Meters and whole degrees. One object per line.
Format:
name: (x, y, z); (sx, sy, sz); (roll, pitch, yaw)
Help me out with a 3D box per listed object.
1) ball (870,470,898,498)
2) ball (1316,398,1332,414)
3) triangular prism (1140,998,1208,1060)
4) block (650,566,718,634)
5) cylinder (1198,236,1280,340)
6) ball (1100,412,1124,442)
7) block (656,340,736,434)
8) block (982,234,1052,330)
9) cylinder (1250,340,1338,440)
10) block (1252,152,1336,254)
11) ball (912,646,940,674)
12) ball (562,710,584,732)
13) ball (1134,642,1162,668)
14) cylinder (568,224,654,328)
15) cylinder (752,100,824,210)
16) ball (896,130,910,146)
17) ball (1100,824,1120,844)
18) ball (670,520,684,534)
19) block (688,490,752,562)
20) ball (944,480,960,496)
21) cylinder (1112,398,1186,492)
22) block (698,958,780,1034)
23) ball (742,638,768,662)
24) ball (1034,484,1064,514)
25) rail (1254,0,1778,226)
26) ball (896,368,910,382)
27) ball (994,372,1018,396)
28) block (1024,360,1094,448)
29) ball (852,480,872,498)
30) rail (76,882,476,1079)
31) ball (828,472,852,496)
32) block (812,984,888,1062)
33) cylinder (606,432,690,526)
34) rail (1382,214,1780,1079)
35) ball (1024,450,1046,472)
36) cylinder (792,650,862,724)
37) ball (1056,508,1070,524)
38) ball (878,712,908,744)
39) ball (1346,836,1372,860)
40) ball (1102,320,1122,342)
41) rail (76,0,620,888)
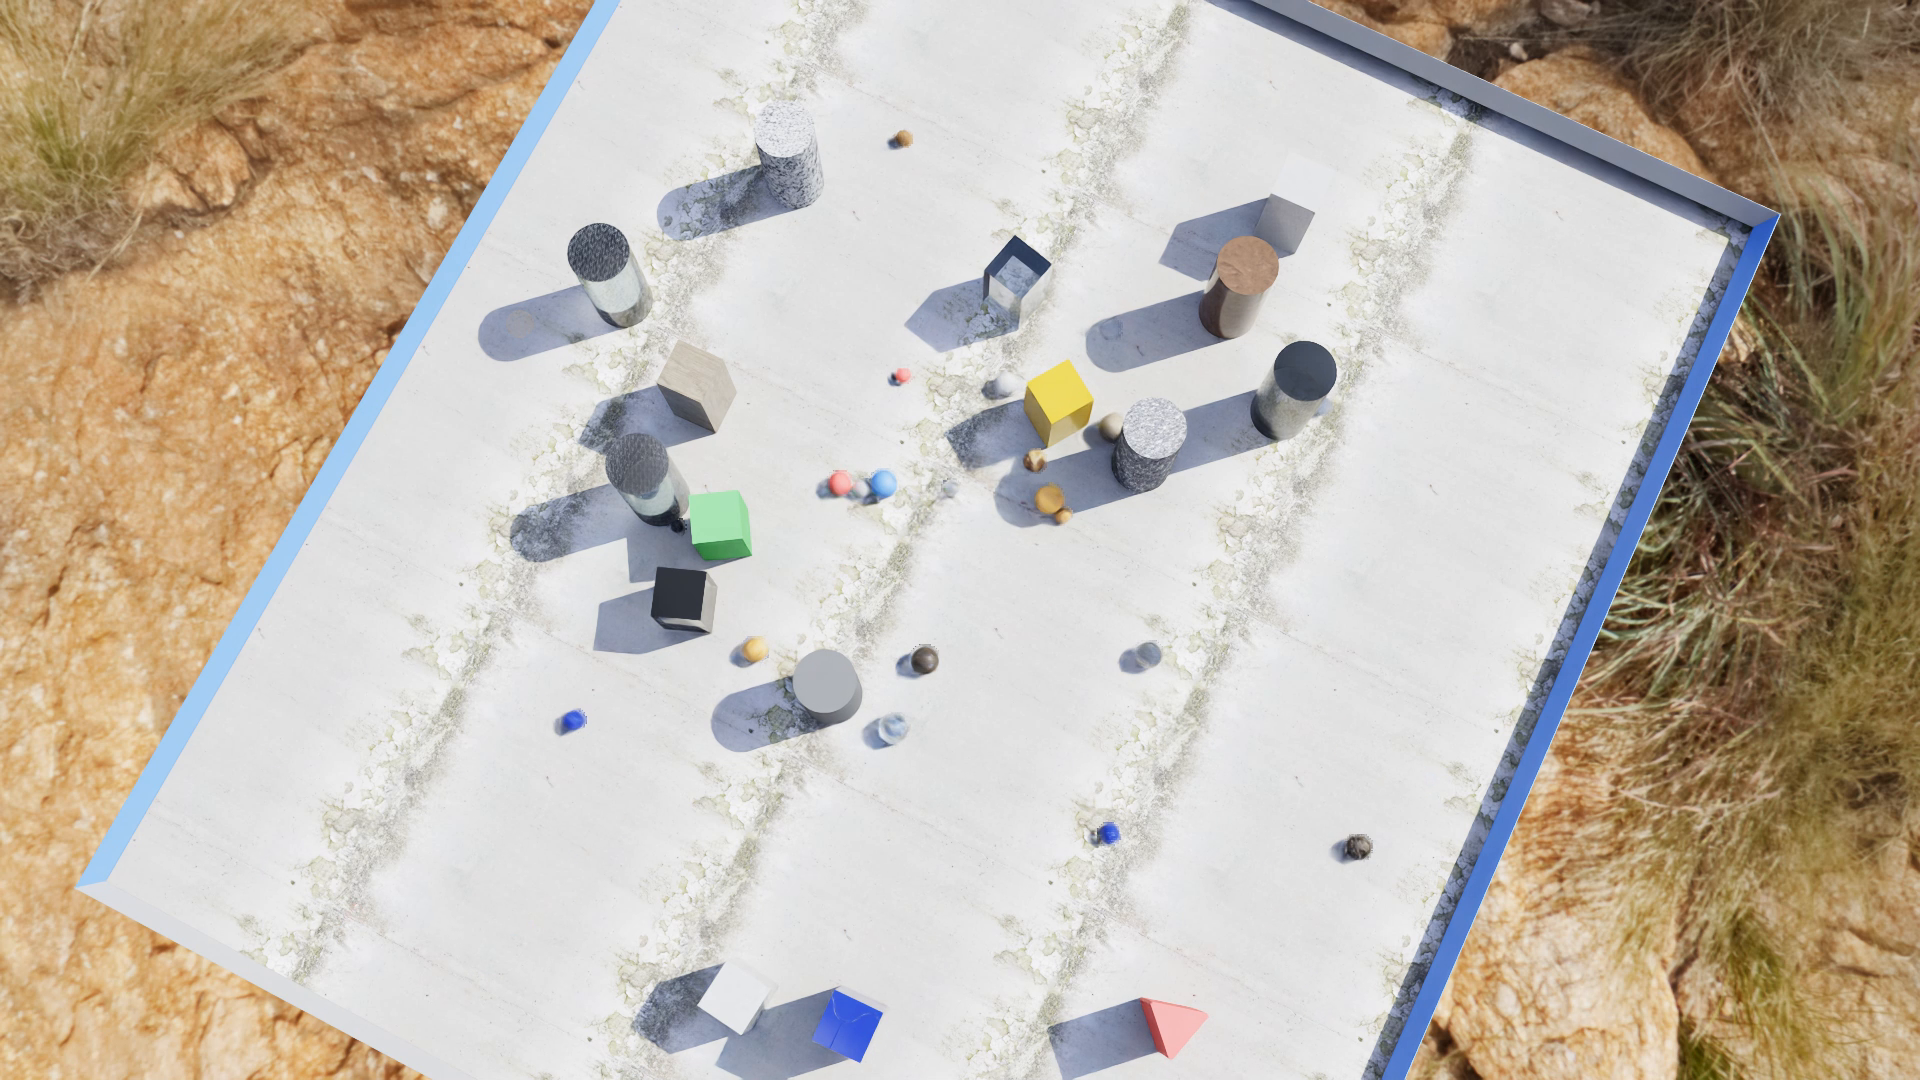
ball: (-0.232, -0.171, 5.598); (0.084, 0.084, 0.084); (0, 78, 0)
ball: (1.122, -0.418, 5.674); (0.056, 0.056, 0.056); (0, 78, 0)
triangular prism: (0.577, 1.347, 5.176); (0.137, 0.318, 0.158); (41, 81, 8)
block: (-0.818, 0.181, 5.452); (0.146, 0.248, 0.146); (6, 78, 1)
cylinder: (0.842, -0.761, 5.561); (0.183, 0.416, 0.183); (0, 78, 0)
ball: (0.473, -0.348, 5.643); (0.088, 0.088, 0.088); (0, 78, 0)
block: (-0.792, -0.460, 5.534); (0.146, 0.348, 0.146); (24, 79, 5)
block: (0.174, -0.788, 5.631); (0.146, 0.290, 0.146); (39, 81, 7)
cylinder: (0.994, -0.442, 5.485); (0.183, 0.436, 0.183); (0, 78, 0)
block: (1.026, -1.036, 5.652); (0.146, 0.350, 0.146); (25, 79, 5)
ball: (-0.105, 0.362, 5.498); (0.084, 0.084, 0.084); (0, 78, 0)
ball: (-1.155, 0.540, 5.472); (0.064, 0.064, 0.064); (0, 78, 0)
ball: (0.566, 0.346, 5.503); (0.082, 0.082, 0.082); (0, 78, 0)
cylinder: (-1.058, -0.798, 5.565); (0.183, 0.423, 0.183); (0, 78, 0)
cylinder: (-0.525, -1.184, 5.654); (0.183, 0.405, 0.183); (0, 78, 0)
ball: (-0.182, -1.284, 5.857); (0.049, 0.049, 0.049); (0, 78, 0)
ball: (0.441, 0.868, 5.407); (0.058, 0.058, 0.058); (0, 78, 0)
ball: (-0.864, -0.041, 5.604); (0.041, 0.041, 0.041); (0, 78, 0)
block: (-0.716, -0.041, 5.490); (0.146, 0.264, 0.146); (-6, 78, -1)
ball: (-0.027, -0.158, 5.624); (0.049, 0.049, 0.049); (0, 78, 0)
cylinder: (0.559, -0.279, 5.459); (0.183, 0.422, 0.183); (0, 78, 0)
block: (-0.625, 1.294, 5.209); (0.146, 0.274, 0.146); (32, 80, 6)
ball: (-0.617, 0.331, 5.510); (0.075, 0.075, 0.075); (0, 78, 0)
ball: (0.271, -0.124, 5.597); (0.088, 0.088, 0.088); (0, 78, 0)
rail: (0.913, -1.782, 5.923); (3.649, 0.119, 0.045); (26, 80, 5)
ball: (-0.177, -0.513, 5.698); (0.048, 0.048, 0.048); (0, 78, 0)
ball: (0.143, -0.485, 5.680); (0.072, 0.072, 0.072); (0, 78, 0)
block: (0.296, -0.410, 5.553); (0.146, 0.289, 0.146); (-30, 80, -6)
ball: (-0.300, -0.155, 5.620); (0.056, 0.056, 0.056); (0, 78, 0)
rail: (-0.913, 1.795, 5.184); (3.649, 0.119, 0.045); (26, 80, 5)
ball: (-0.368, -0.172, 5.615); (0.072, 0.072, 0.072); (0, 78, 0)
block: (-0.306, 1.357, 5.153); (0.146, 0.357, 0.146); (24, 79, 5)
cylinder: (-0.921, -0.174, 5.434); (0.183, 0.428, 0.183); (0, 78, 0)
rail: (1.611, 0.795, 5.390); (0.045, 0.119, 4.131); (26, 80, 5)
ball: (0.229, -0.243, 5.632); (0.068, 0.068, 0.068); (0, 78, 0)
cylinder: (-0.384, 0.433, 5.365); (0.183, 0.317, 0.183); (0, 78, 0)
ball: (0.315, -0.074, 5.607); (0.048, 0.048, 0.048); (0, 78, 0)
ball: (-0.199, 0.561, 5.454); (0.091, 0.091, 0.091); (0, 78, 0)
ball: (1.173, 0.905, 5.393); (0.071, 0.071, 0.071); (0, 78, 0)
ball: (0.474, -0.653, 5.719); (0.063, 0.063, 0.063); (0, 78, 0)
rail: (-1.611, -0.782, 5.716); (0.045, 0.119, 4.131); (26, 80, 5)
